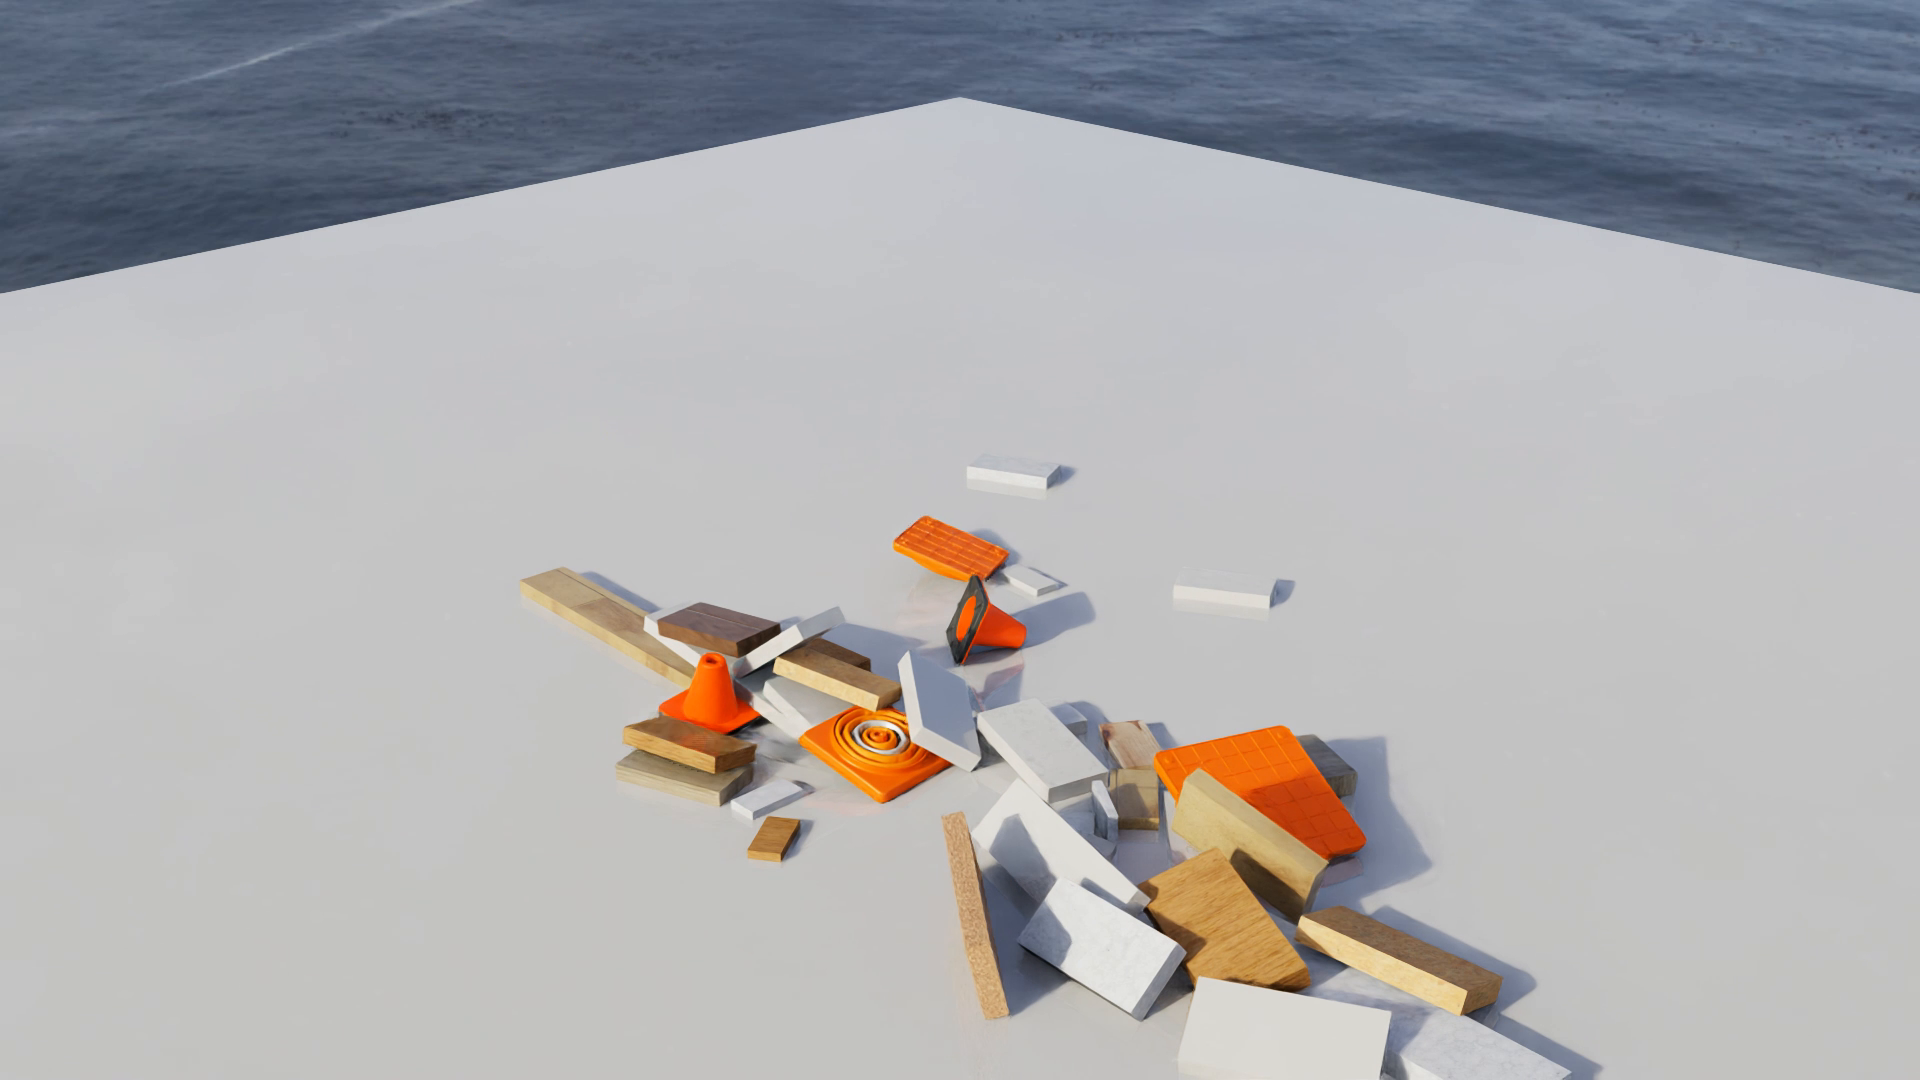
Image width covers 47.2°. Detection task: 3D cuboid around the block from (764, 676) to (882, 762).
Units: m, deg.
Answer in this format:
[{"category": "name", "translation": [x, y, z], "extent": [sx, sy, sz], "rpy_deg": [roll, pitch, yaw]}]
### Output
[{"category": "block", "translation": [-0.297, 0.372, 4.728], "extent": [0.126, 0.036, 0.252], "rpy_deg": [-16, 42, -39]}]

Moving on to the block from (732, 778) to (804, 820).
[{"category": "block", "translation": [-0.393, 0.528, 4.491], "extent": [0.135, 0.019, 0.067], "rpy_deg": [-21, 31, -40]}]

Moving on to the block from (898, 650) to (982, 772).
[{"category": "block", "translation": [-0.046, 0.363, 4.709], "extent": [0.152, 0.043, 0.303], "rpy_deg": [30, 21, -21]}]

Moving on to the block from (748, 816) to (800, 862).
[{"category": "block", "translation": [-0.367, 0.590, 4.345], "extent": [0.068, 0.019, 0.135], "rpy_deg": [5, 23, 12]}]

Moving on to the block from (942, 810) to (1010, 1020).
[{"category": "block", "translation": [0.026, 0.671, 3.978], "extent": [0.043, 0.152, 0.448], "rpy_deg": [-14, 24, 0]}]

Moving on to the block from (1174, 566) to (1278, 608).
[{"category": "block", "translation": [0.656, 0.117, 5.441], "extent": [0.238, 0.034, 0.119], "rpy_deg": [6, 24, 15]}]

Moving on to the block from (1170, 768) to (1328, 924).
[{"category": "block", "translation": [0.537, 0.570, 4.103], "extent": [0.303, 0.152, 0.043], "rpy_deg": [36, 51, 25]}]

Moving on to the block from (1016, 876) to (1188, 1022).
[{"category": "block", "translation": [0.248, 0.722, 3.900], "extent": [0.292, 0.041, 0.146], "rpy_deg": [24, 73, 44]}]

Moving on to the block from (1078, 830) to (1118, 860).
[{"category": "block", "translation": [0.226, 0.599, 4.278], "extent": [0.143, 0.020, 0.072], "rpy_deg": [17, 45, 22]}]

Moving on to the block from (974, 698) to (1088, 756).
[{"category": "block", "translation": [0.143, 0.403, 4.767], "extent": [0.238, 0.034, 0.119], "rpy_deg": [-11, 25, -24]}]

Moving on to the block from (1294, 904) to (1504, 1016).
[{"category": "block", "translation": [0.772, 0.737, 3.874], "extent": [0.326, 0.046, 0.163], "rpy_deg": [21, 11, 34]}]

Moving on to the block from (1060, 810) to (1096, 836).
[{"category": "block", "translation": [0.228, 0.583, 4.361], "extent": [0.072, 0.020, 0.143], "rpy_deg": [3, 23, 6]}]

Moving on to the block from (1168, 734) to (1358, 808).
[{"category": "block", "translation": [0.622, 0.479, 4.522], "extent": [0.346, 0.049, 0.173], "rpy_deg": [-5, 25, -23]}]

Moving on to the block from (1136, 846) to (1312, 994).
[{"category": "block", "translation": [0.462, 0.700, 3.905], "extent": [0.173, 0.049, 0.346], "rpy_deg": [-25, 36, -8]}]

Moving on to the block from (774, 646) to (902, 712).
[{"category": "block", "translation": [-0.262, 0.299, 4.742], "extent": [0.252, 0.036, 0.126], "rpy_deg": [20, 15, 19]}]

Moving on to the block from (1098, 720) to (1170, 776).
[{"category": "block", "translation": [0.370, 0.444, 4.678], "extent": [0.099, 0.028, 0.197], "rpy_deg": [-5, 23, -11]}]

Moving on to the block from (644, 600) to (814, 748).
[{"category": "block", "translation": [-0.476, 0.291, 4.892], "extent": [0.550, 0.037, 0.131], "rpy_deg": [32, 36, 33]}]

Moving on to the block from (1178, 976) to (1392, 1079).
[{"category": "block", "translation": [0.540, 0.835, 3.653], "extent": [0.326, 0.046, 0.163], "rpy_deg": [7, 49, 17]}]

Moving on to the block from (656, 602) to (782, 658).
[{"category": "block", "translation": [-0.535, 0.198, 4.884], "extent": [0.262, 0.037, 0.131], "rpy_deg": [12, 25, 40]}]

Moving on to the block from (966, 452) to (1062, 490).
[{"category": "block", "translation": [0.152, -0.195, 6.177], "extent": [0.238, 0.034, 0.119], "rpy_deg": [9, 25, 21]}]

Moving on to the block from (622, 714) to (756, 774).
[{"category": "block", "translation": [-0.567, 0.427, 4.607], "extent": [0.256, 0.036, 0.128], "rpy_deg": [14, 15, 33]}]

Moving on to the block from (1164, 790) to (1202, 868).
[{"category": "block", "translation": [0.460, 0.595, 4.323], "extent": [0.099, 0.028, 0.360], "rpy_deg": [1, 23, 1]}]

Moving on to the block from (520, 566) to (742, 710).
[{"category": "block", "translation": [-0.761, 0.222, 5.192], "extent": [0.128, 0.036, 0.842], "rpy_deg": [-19, 30, -38]}]

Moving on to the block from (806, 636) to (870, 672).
[{"category": "block", "translation": [-0.339, 0.273, 5.072], "extent": [0.252, 0.036, 0.126], "rpy_deg": [20, 30, 39]}]

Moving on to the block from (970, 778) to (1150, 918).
[{"category": "block", "translation": [0.183, 0.614, 4.145], "extent": [0.146, 0.041, 0.460], "rpy_deg": [-50, 35, -1]}]

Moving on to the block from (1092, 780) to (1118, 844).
[{"category": "block", "translation": [0.288, 0.545, 4.384], "extent": [0.020, 0.072, 0.143], "rpy_deg": [-4, 23, -9]}]

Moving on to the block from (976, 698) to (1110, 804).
[{"category": "block", "translation": [0.172, 0.440, 4.617], "extent": [0.146, 0.041, 0.292], "rpy_deg": [-13, 34, -27]}]

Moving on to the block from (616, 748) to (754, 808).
[{"category": "block", "translation": [-0.574, 0.484, 4.575], "extent": [0.256, 0.036, 0.128], "rpy_deg": [11, 26, 25]}]

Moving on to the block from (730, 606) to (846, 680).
[{"category": "block", "translation": [-0.375, 0.224, 4.777], "extent": [0.131, 0.037, 0.262], "rpy_deg": [-24, -5, -45]}]

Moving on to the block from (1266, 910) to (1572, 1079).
[{"category": "block", "translation": [0.688, 0.807, 3.796], "extent": [0.173, 0.049, 0.734], "rpy_deg": [-19, 30, -38]}]

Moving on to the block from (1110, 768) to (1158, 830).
[{"category": "block", "translation": [0.354, 0.528, 4.481], "extent": [0.099, 0.028, 0.197], "rpy_deg": [2, 23, 4]}]

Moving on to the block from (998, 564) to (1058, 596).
[{"category": "block", "translation": [0.169, 0.100, 5.500], "extent": [0.068, 0.019, 0.151], "rpy_deg": [-17, 29, -35]}]
